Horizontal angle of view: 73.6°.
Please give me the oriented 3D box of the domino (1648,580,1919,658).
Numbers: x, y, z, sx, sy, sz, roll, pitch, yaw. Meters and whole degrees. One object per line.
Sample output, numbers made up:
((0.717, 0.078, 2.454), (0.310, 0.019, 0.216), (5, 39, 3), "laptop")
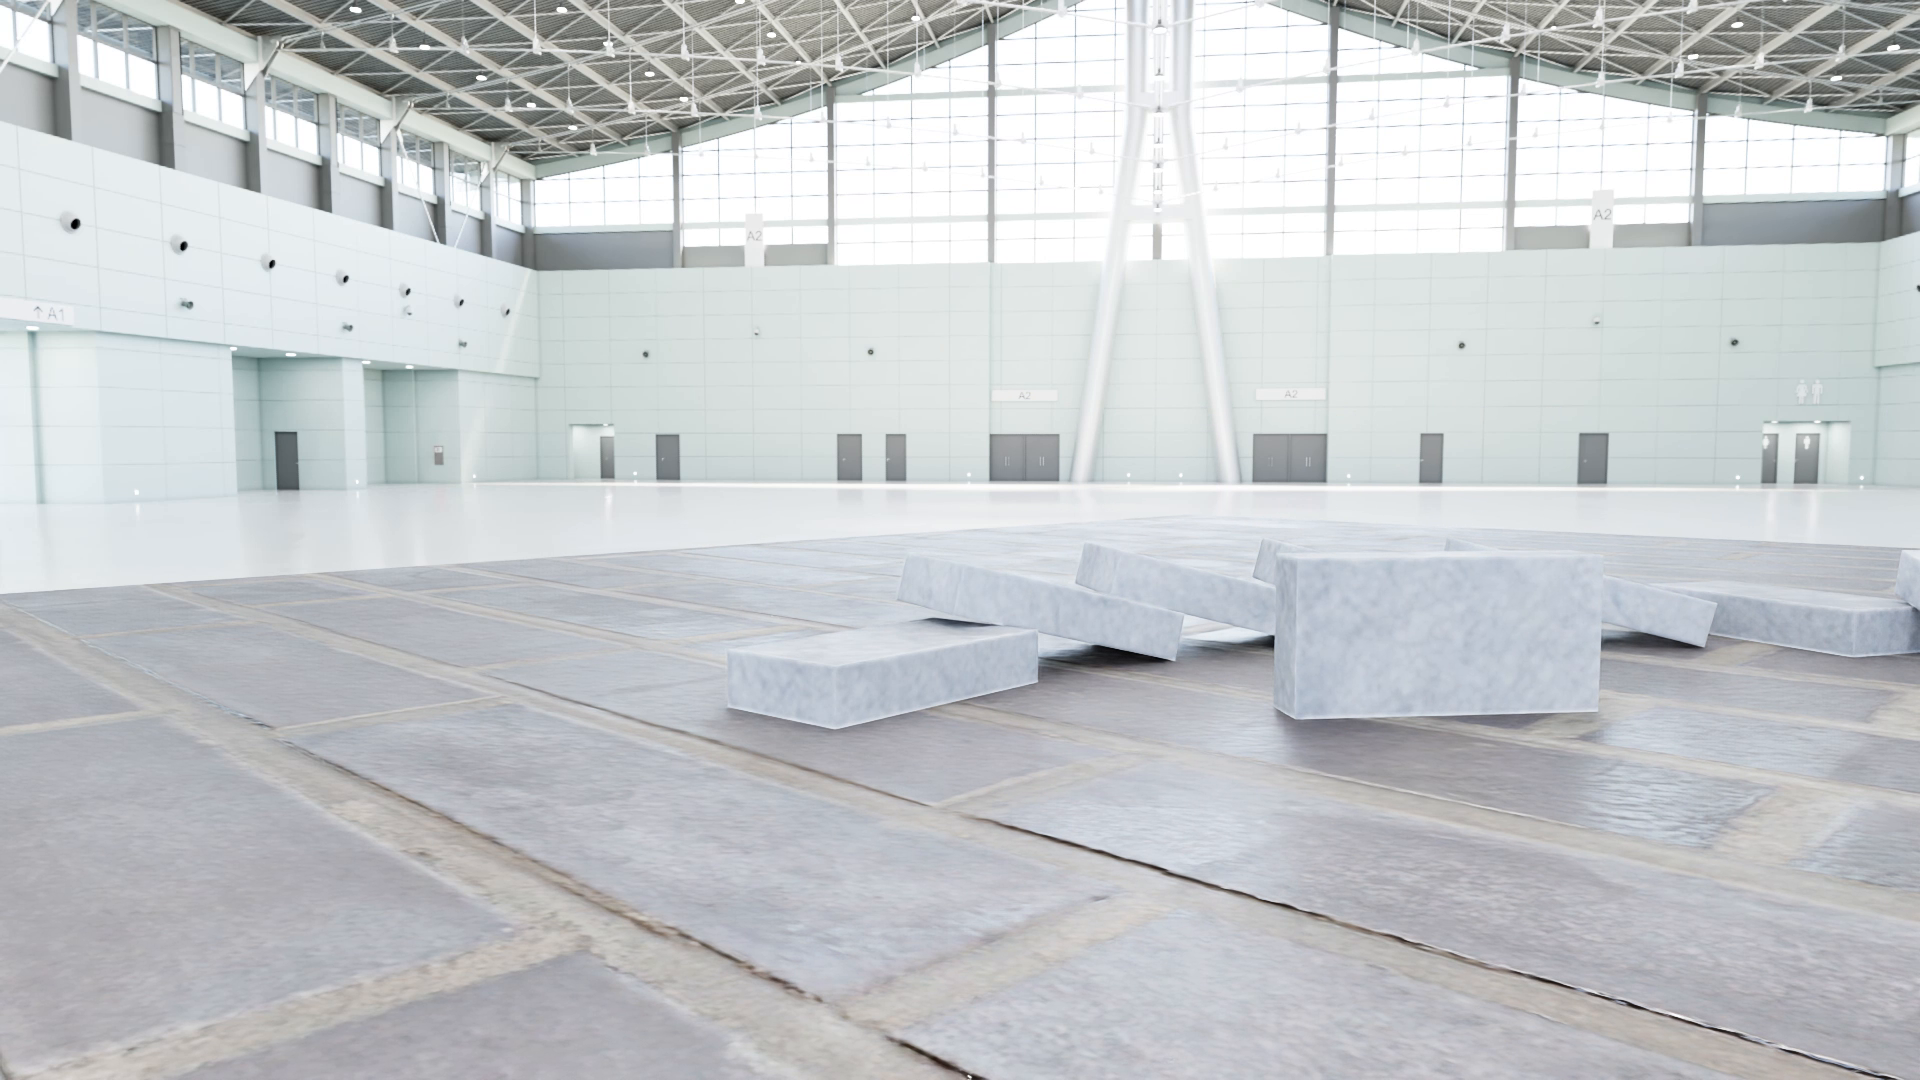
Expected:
((0.182, 0.017, 0.283), (0.025, 0.009, 0.050), (-1, 5, -18), "domino")

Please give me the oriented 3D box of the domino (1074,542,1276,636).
((0.052, 0.011, 0.272), (0.050, 0.010, 0.025), (14, 1, -12), "domino")

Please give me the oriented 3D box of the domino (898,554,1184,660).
((0.016, 0.013, 0.252), (0.050, 0.010, 0.025), (13, -2, -27), "domino")

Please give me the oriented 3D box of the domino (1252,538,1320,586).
((0.093, 0.011, 0.282), (0.050, 0.010, 0.025), (14, 4, -2), "domino")

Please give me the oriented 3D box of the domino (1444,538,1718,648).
((0.134, 0.011, 0.282), (0.050, 0.010, 0.025), (14, 6, 8), "domino")

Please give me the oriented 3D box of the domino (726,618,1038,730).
((-0.012, 0.021, 0.218), (0.025, 0.009, 0.050), (4, 6, 40), "domino")

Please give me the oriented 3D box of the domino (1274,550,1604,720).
((0.076, 0.015, 0.205), (0.050, 0.025, 0.010), (0, 4, -7), "domino")

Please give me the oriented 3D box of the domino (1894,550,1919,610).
((0.203, 0.014, 0.241), (0.025, 0.009, 0.050), (1, 17, 11), "domino")
